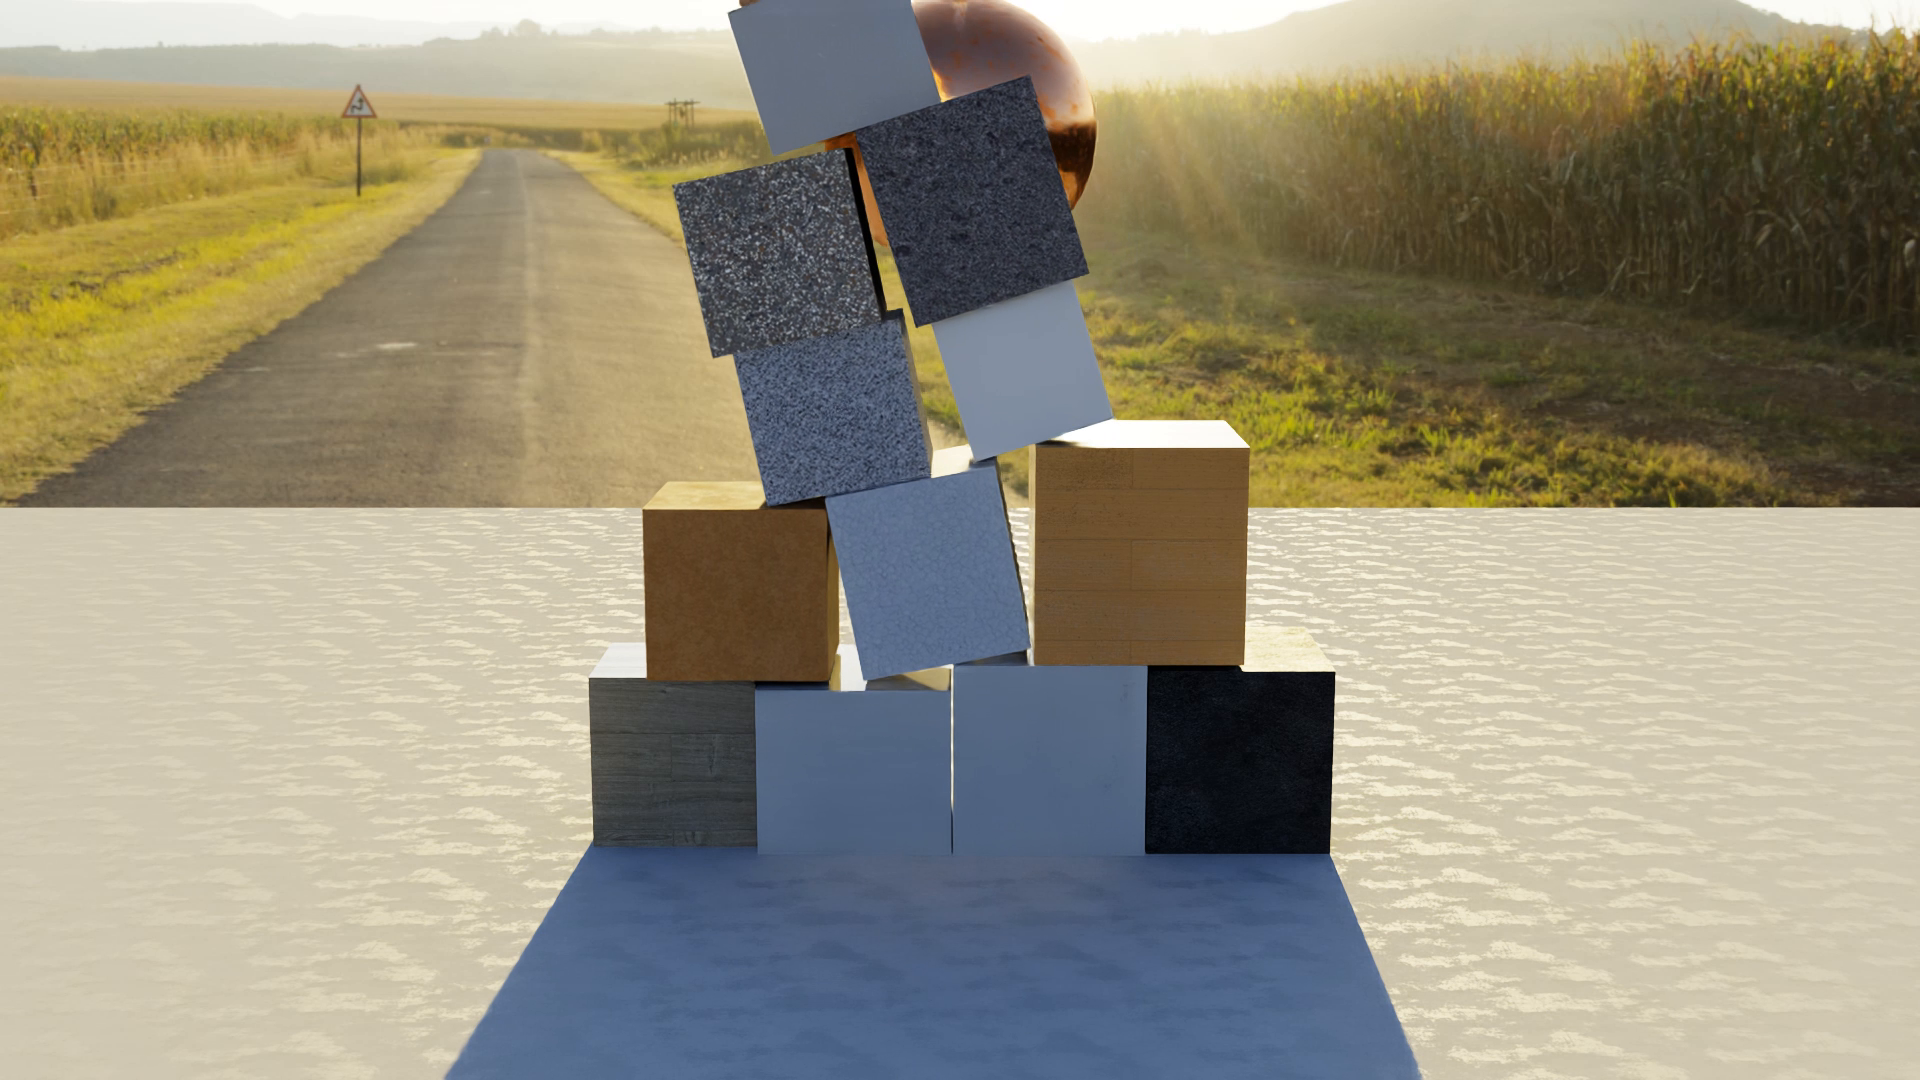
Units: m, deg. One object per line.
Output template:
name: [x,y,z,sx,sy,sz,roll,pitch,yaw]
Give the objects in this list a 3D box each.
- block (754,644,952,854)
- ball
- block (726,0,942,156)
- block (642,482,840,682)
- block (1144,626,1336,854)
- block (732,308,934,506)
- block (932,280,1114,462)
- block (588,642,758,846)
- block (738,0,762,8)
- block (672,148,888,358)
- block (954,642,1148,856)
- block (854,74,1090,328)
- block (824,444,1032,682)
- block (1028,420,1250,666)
block: [-0.525,1.063,11.368,0.963,0.840,1.001,0,10,0]
ball: [0.000,-2.377,12.856,1.600,1.600,1.600,0,10,0]
block: [-0.593,-2.346,10.759,0.842,0.701,0.763,-17,10,3]
block: [-1.092,0.194,11.198,0.899,0.858,0.879,0,10,1]
block: [1.386,1.015,11.369,0.917,0.936,0.999,0,10,0]
block: [-0.618,-0.680,11.055,0.819,0.767,0.788,-12,10,2]
block: [0.306,-0.882,11.000,0.713,0.714,0.694,-17,10,3]
block: [-1.431,1.045,11.368,0.828,0.877,0.760,0,10,0]
block: [-0.823,-3.074,10.635,0.705,0.846,0.796,-17,10,3]
block: [-0.871,-1.439,10.910,0.832,0.844,0.856,-12,10,2]
block: [0.442,1.004,11.344,0.952,0.966,1.006,0,10,0]
block: [0.059,-1.684,10.888,0.872,0.977,0.882,-17,10,3]
block: [-0.150,0.084,11.189,0.842,0.928,0.924,-11,10,2]
block: [0.881,-0.007,11.193,1.032,1.078,1.016,0,10,0]
